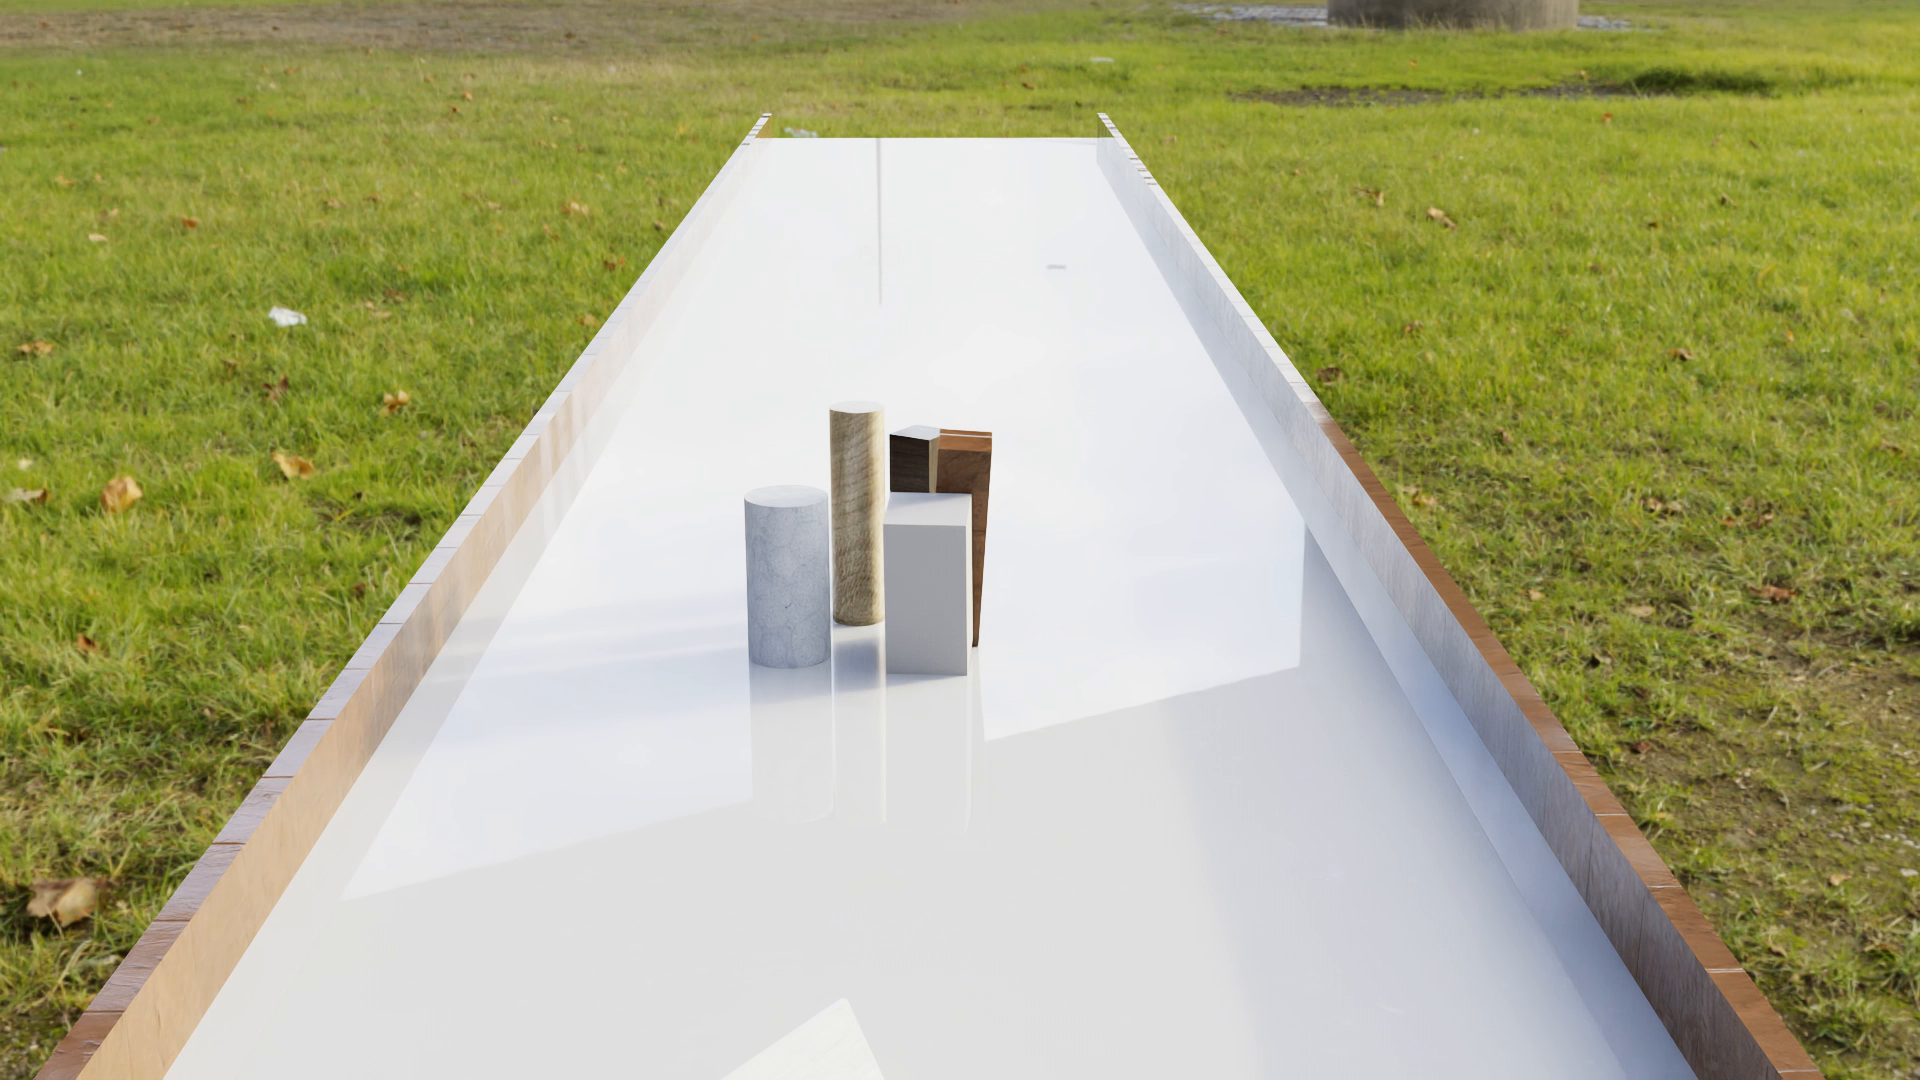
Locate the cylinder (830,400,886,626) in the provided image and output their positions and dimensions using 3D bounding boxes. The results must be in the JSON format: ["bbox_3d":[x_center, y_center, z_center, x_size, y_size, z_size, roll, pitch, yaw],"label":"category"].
[{"bbox_3d":[-0.214,-0.055,4.606,0.114,0.459,0.114,0,17,0],"label":"cylinder"}]

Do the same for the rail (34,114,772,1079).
[{"bbox_3d":[-1.118,-0.838,7.780,0.050,0.150,12.000,0,17,-1],"label":"rail"}]

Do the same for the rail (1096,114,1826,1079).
[{"bbox_3d":[0.932,-0.844,7.801,0.050,0.150,12.000,0,17,-1],"label":"rail"}]

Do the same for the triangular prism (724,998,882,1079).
[{"bbox_3d":[-0.261,0.693,2.665,0.143,0.124,0.409,10,19,32],"label":"triangular prism"}]

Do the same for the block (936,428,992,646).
[{"bbox_3d":[-0.001,-0.002,4.450,0.105,0.431,0.105,4,25,0],"label":"block"}]

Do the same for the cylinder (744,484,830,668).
[{"bbox_3d":[-0.344,0.072,4.398,0.166,0.334,0.166,0,17,0],"label":"cylinder"}]

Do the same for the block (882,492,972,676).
[{"bbox_3d":[-0.061,0.086,4.343,0.160,0.321,0.160,1,24,4],"label":"block"}]

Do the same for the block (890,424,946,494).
[{"bbox_3d":[-0.083,-0.073,4.876,0.105,0.341,0.105,10,19,31],"label":"block"}]
